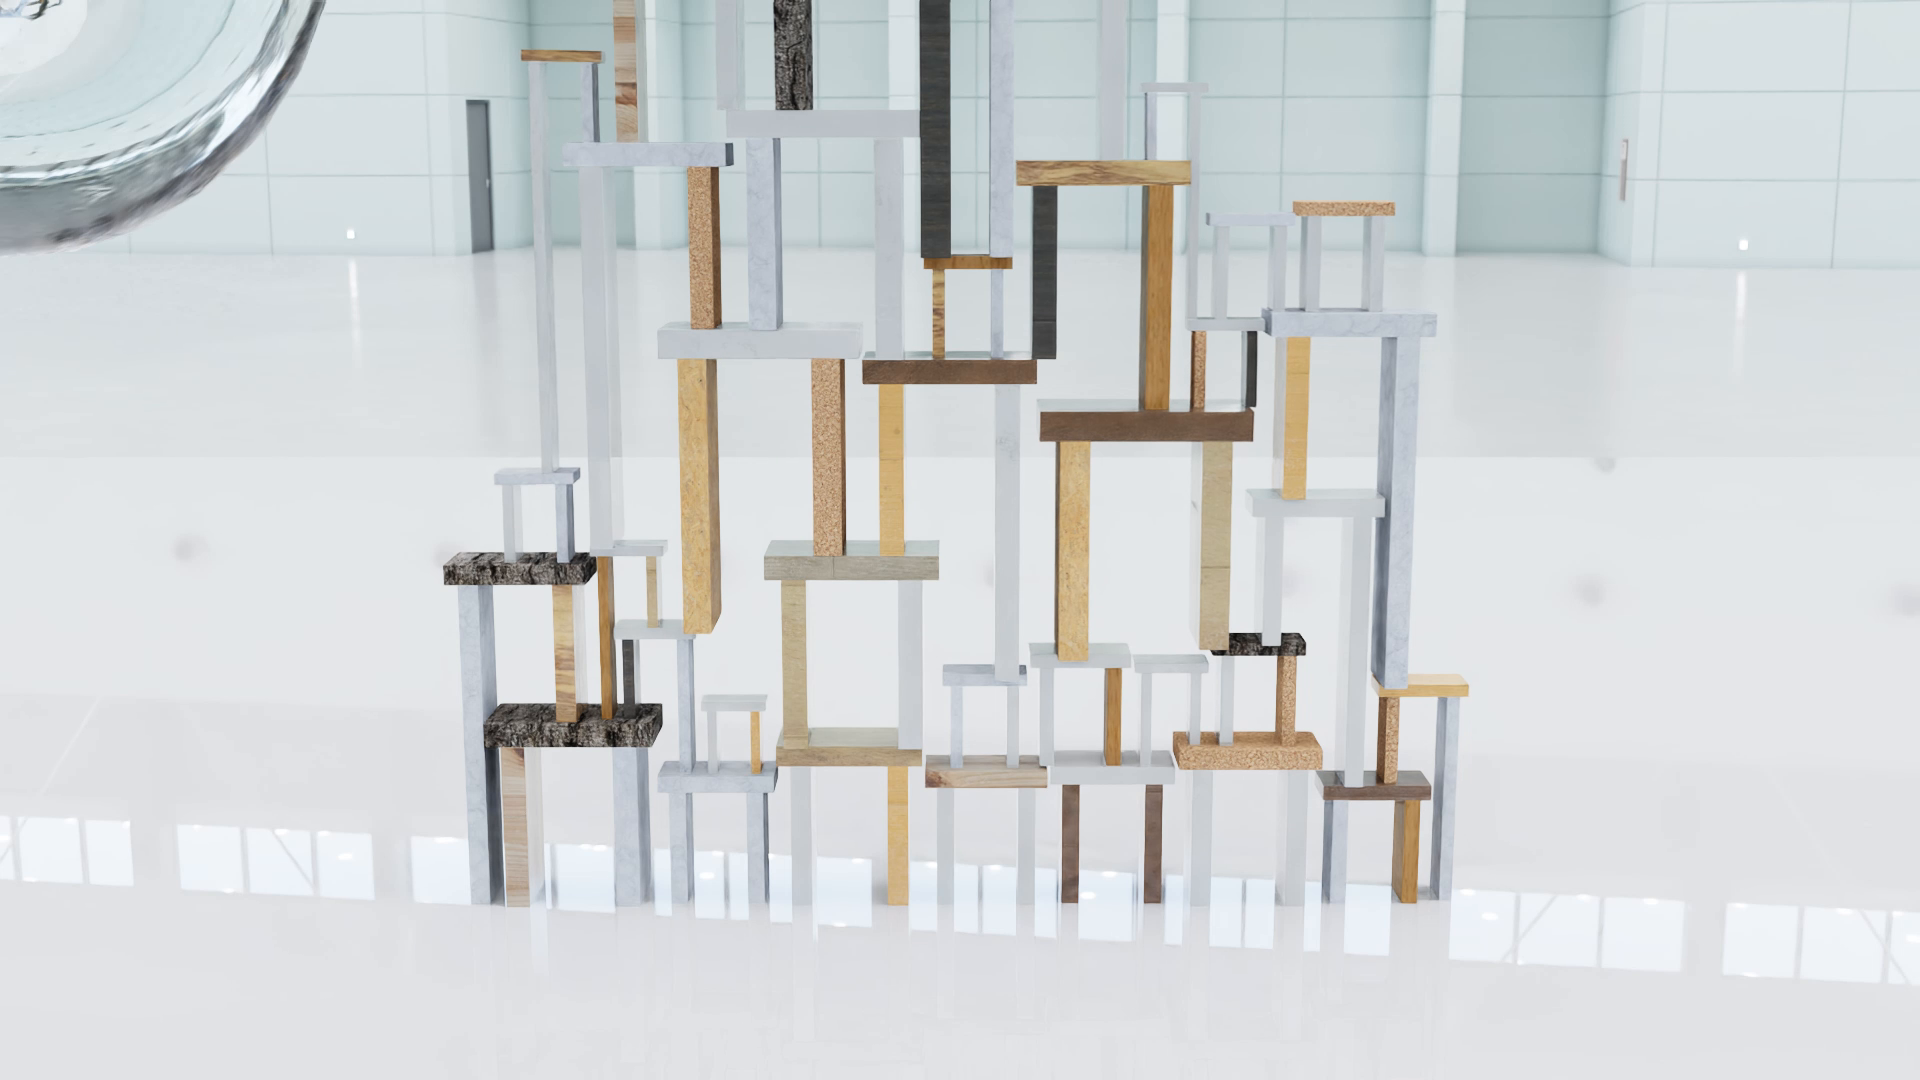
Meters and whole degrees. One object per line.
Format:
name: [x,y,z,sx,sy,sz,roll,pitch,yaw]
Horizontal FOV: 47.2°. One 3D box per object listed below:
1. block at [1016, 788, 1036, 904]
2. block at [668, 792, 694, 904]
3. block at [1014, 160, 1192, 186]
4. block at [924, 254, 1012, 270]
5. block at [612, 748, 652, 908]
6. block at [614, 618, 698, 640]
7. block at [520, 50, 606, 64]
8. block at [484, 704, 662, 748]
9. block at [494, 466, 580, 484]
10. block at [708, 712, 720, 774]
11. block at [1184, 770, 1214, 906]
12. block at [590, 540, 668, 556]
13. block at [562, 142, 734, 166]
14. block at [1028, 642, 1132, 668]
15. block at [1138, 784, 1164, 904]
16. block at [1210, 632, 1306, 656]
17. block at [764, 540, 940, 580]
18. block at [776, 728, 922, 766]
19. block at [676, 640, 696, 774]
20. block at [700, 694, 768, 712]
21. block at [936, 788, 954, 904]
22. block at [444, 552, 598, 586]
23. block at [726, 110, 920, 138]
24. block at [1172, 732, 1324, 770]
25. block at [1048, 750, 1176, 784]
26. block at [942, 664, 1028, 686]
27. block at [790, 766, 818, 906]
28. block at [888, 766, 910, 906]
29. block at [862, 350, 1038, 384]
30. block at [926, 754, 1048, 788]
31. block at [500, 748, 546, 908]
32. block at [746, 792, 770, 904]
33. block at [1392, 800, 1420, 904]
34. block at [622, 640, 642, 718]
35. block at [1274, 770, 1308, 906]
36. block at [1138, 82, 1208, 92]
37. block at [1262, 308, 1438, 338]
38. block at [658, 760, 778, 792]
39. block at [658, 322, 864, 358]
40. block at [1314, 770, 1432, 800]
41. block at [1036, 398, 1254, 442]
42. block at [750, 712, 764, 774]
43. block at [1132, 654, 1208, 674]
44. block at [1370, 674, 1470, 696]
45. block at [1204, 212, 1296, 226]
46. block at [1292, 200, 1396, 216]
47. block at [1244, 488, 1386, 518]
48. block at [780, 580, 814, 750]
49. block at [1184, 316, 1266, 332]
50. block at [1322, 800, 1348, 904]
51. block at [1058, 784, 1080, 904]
block: [0.109,0.493,3.647,0.028,0.199,0.099,0,11,0]
block: [-0.462,0.497,3.650,0.027,0.190,0.095,0,11,0]
block: [0.221,-0.577,3.448,0.268,0.038,0.134,0,11,0]
block: [0.012,-0.440,3.472,0.139,0.020,0.069,0,11,0]
block: [-0.543,0.456,3.647,0.038,0.271,0.135,0,11,0]
block: [-0.493,0.145,3.589,0.133,0.019,0.067,0,11,0]
block: [-0.615,-0.751,3.413,0.122,0.017,0.061,0,11,-3]
block: [-0.634,0.304,3.619,0.271,0.038,0.135,0,11,0]
block: [-0.680,-0.103,3.541,0.127,0.018,0.063,-1,11,1]
block: [-0.404,0.326,3.615,0.015,0.105,0.053,0,11,0]
block: [0.394,0.476,3.644,0.033,0.232,0.116,0,11,0]
block: [-0.536,0.013,3.559,0.118,0.017,0.059,0,11,0]
block: [-0.487,-0.605,3.451,0.251,0.036,0.126,0,11,0]
block: [0.195,0.188,3.598,0.164,0.023,0.082,0,11,0]
block: [0.317,0.489,3.655,0.029,0.203,0.102,0,11,0]
block: [0.484,0.170,3.592,0.151,0.021,0.076,0,11,0]
block: [-0.172,0.032,3.562,0.278,0.039,0.139,0,11,0]
block: [-0.180,0.340,3.625,0.237,0.034,0.118,0,11,0]
block: [-0.449,0.266,3.611,0.019,0.226,0.067,0,11,0]
block: [-0.369,0.267,3.604,0.105,0.015,0.053,0,11,0]
block: [-0.024,0.493,3.647,0.028,0.199,0.099,0,11,0]
block: [-0.713,0.046,3.573,0.227,0.032,0.113,0,11,0]
block: [-0.210,-0.650,3.434,0.295,0.042,0.148,0,11,0]
block: [0.472,0.346,3.620,0.232,0.033,0.116,0,11,0]
block: [0.249,0.375,3.633,0.203,0.029,0.102,0,11,0]
block: [0.040,0.221,3.602,0.138,0.020,0.069,0,11,0]
block: [-0.259,0.473,3.649,0.034,0.237,0.118,0,11,0]
block: [-0.101,0.473,3.649,0.034,0.237,0.118,0,11,0]
block: [-0.016,-0.275,3.504,0.274,0.039,0.137,0,11,0]
block: [0.043,0.381,3.626,0.199,0.028,0.099,0,11,0]
block: [-0.724,0.456,3.647,0.038,0.271,0.135,0,11,0]
block: [-0.335,0.497,3.650,0.027,0.190,0.095,0,11,0]
block: [0.740,0.504,3.649,0.025,0.176,0.088,0,11,0]
block: [-0.538,0.220,3.603,0.019,0.133,0.067,0,11,0]
block: [0.549,0.476,3.644,0.033,0.232,0.116,0,11,0]
block: [0.332,-0.704,3.424,0.103,0.015,0.052,0,11,0]
block: [0.616,-0.347,3.495,0.257,0.036,0.129,0,11,0]
block: [-0.398,0.390,3.630,0.190,0.027,0.095,0,11,0]
block: [-0.314,-0.319,3.505,0.314,0.044,0.157,0,11,0]
block: [0.681,0.405,3.631,0.176,0.025,0.088,0,11,0]
block: [0.292,-0.193,3.522,0.335,0.047,0.167,0,11,0]
block: [-0.334,0.326,3.615,0.015,0.105,0.053,0,11,0]
block: [0.343,0.202,3.598,0.121,0.017,0.060,0,11,0]
block: [0.753,0.238,3.606,0.146,0.021,0.073,0,11,0]
block: [0.457,-0.506,3.468,0.134,0.019,0.067,0,10,0]
block: [0.604,-0.523,3.465,0.149,0.021,0.075,0,11,0]
block: [0.570,-0.061,3.545,0.210,0.030,0.105,0,11,0]
block: [-0.265,0.188,3.591,0.039,0.278,0.139,0,11,0]
block: [0.420,-0.343,3.491,0.121,0.017,0.061,0,11,1]
block: [0.622,0.504,3.649,0.025,0.176,0.088,0,11,0]
block: [0.181,0.489,3.655,0.029,0.203,0.102,0,11,0]
